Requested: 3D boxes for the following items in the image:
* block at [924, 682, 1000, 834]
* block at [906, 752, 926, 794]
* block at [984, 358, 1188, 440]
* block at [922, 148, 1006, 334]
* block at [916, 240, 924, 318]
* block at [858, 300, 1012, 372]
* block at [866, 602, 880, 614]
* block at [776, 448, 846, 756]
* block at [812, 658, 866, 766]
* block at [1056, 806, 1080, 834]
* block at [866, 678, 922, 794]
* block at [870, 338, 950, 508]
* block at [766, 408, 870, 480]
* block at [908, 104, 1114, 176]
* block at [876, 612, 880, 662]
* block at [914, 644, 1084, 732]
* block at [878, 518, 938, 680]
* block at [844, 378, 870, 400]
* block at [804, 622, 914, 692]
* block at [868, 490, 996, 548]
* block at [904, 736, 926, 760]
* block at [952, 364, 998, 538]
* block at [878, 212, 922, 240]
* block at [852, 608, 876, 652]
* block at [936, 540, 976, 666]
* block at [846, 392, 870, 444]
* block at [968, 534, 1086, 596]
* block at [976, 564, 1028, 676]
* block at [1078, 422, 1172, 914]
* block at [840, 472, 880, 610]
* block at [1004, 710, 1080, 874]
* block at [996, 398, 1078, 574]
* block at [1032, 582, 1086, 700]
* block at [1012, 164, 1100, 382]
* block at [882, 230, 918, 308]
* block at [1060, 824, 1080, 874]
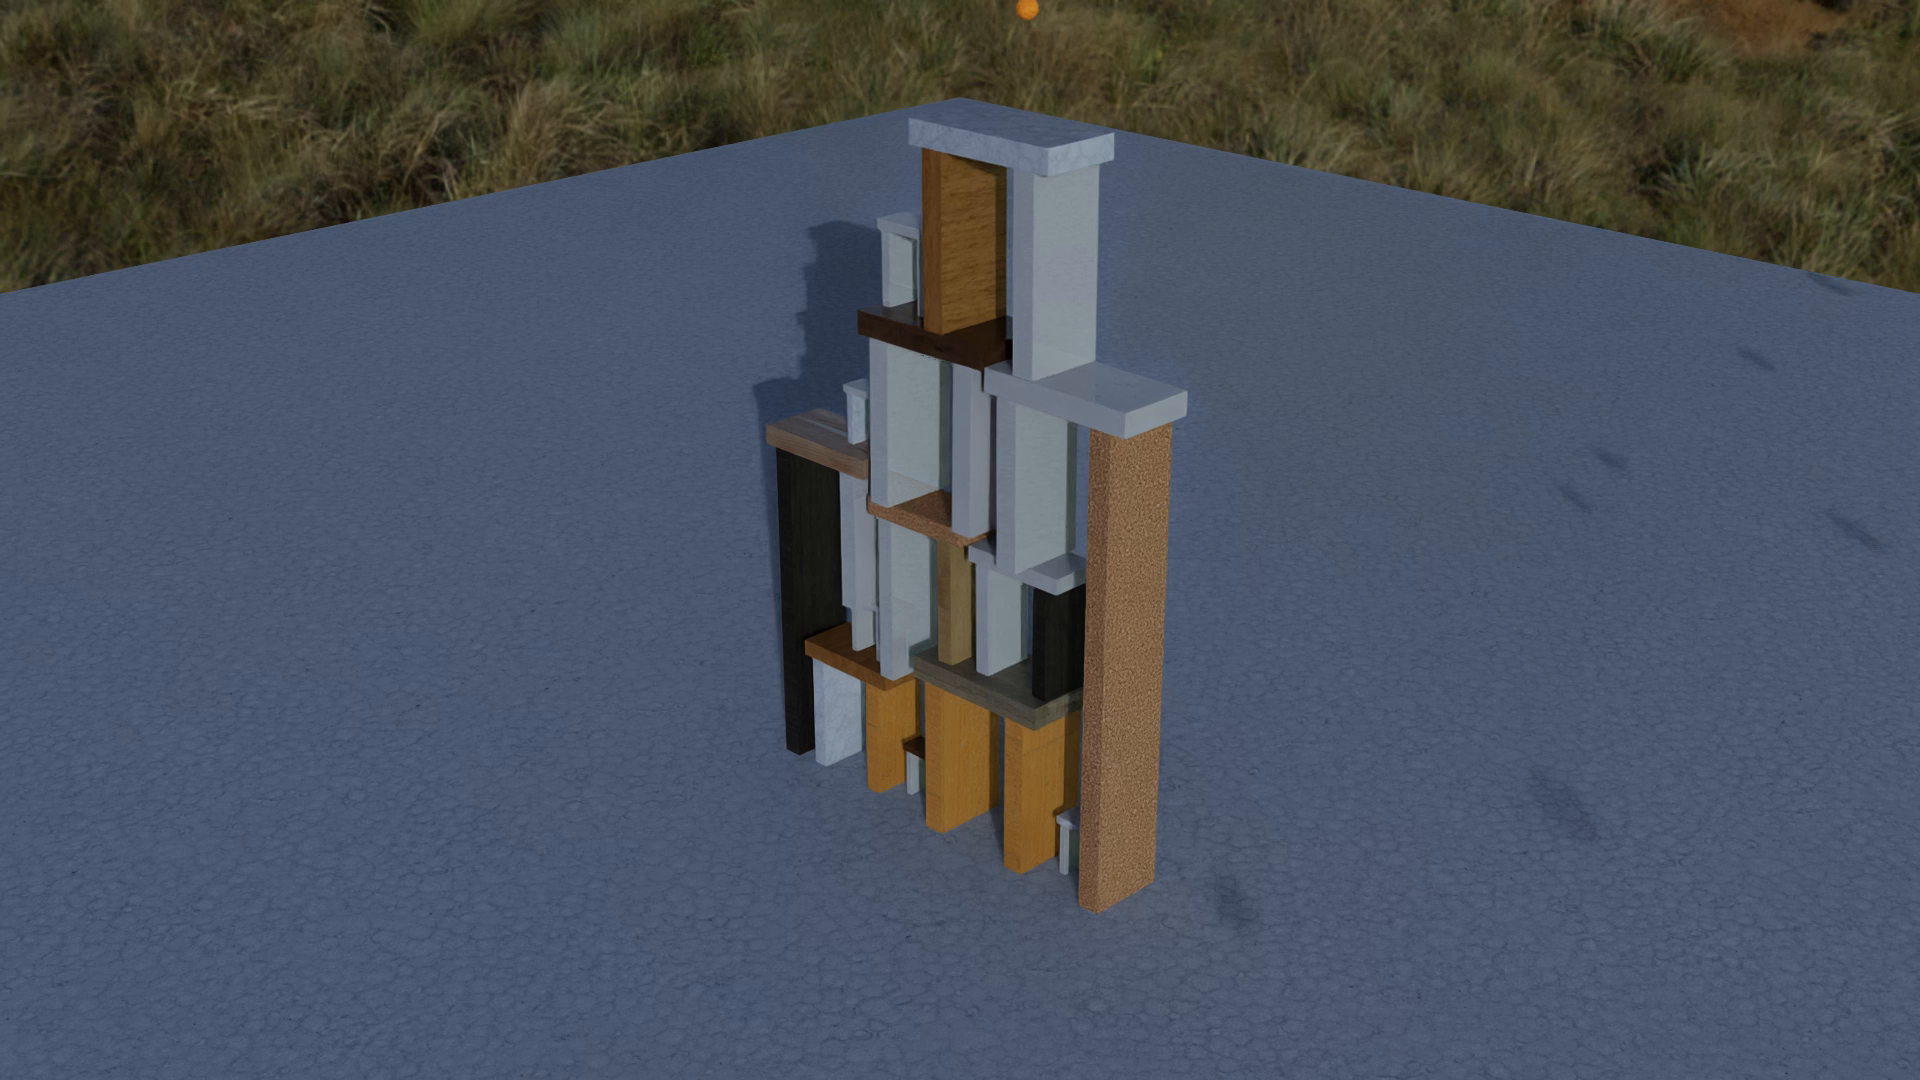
[{"bbox_3d":[0.005,0.408,4.384,0.046,0.324,0.162,21,31,41],"label":"block"},{"bbox_3d":[-0.088,0.471,4.526,0.014,0.097,0.049,21,31,41],"label":"block"},{"bbox_3d":[0.219,-0.262,3.867,0.330,0.047,0.165,22,31,40],"label":"block"},{"bbox_3d":[0.009,-0.553,3.971,0.167,0.334,0.047,-21,31,-41],"label":"block"},{"bbox_3d":[-0.046,-0.490,4.067,0.072,0.144,0.020,-22,31,-40],"label":"block"},{"bbox_3d":[-0.016,-0.388,4.072,0.332,0.047,0.166,21,31,41],"label":"block"},{"bbox_3d":[-0.171,0.122,4.463,0.054,0.015,0.109,-21,31,-41],"label":"block"},{"bbox_3d":[-0.306,0.116,4.605,0.041,0.690,0.144,21,31,41],"label":"block"},{"bbox_3d":[-0.251,0.344,4.639,0.034,0.243,0.122,21,31,41],"label":"block"},{"bbox_3d":[0.241,0.542,4.194,0.105,0.015,0.053,21,31,41],"label":"block"},{"bbox_3d":[-0.136,0.389,4.533,0.034,0.243,0.121,21,31,41],"label":"block"},{"bbox_3d":[-0.096,-0.243,4.220,0.047,0.332,0.166,22,31,40],"label":"block"},{"bbox_3d":[-0.239,-0.194,4.400,0.144,0.041,0.288,-21,31,-40],"label":"block"},{"bbox_3d":[0.087,-0.698,3.826,0.334,0.047,0.167,21,31,40],"label":"block"},{"bbox_3d":[-0.145,0.190,4.464,0.015,0.109,0.054,21,31,40],"label":"block"},{"bbox_3d":[0.081,0.267,4.241,0.324,0.046,0.162,21,31,40],"label":"block"},{"bbox_3d":[-0.102,0.100,4.373,0.036,0.344,0.126,21,31,40],"label":"block"},{"bbox_3d":[-0.173,-0.291,4.289,0.052,0.015,0.104,-22,31,-40],"label":"block"},{"bbox_3d":[-0.193,0.239,4.532,0.243,0.034,0.121,21,31,40],"label":"block"},{"bbox_3d":[-0.047,-0.052,4.242,0.126,0.036,0.252,-21,30,-41],"label":"block"},{"bbox_3d":[-0.065,0.429,4.483,0.097,0.014,0.049,21,31,41],"label":"block"},{"bbox_3d":[0.061,-0.184,4.075,0.047,0.332,0.166,22,31,40],"label":"block"},{"bbox_3d":[-0.078,-0.580,4.067,0.072,0.020,0.144,-21,30,-40],"label":"block"},{"bbox_3d":[-0.196,0.170,4.511,0.015,0.109,0.054,21,31,40],"label":"block"},{"bbox_3d":[0.014,0.105,4.243,0.036,0.252,0.126,21,31,41],"label":"block"},{"bbox_3d":[-0.198,-0.246,4.335,0.052,0.104,0.015,-22,31,-40],"label":"block"},{"bbox_3d":[0.134,0.040,4.102,0.223,0.032,0.112,21,31,40],"label":"block"},{"bbox_3d":[0.080,0.137,4.203,0.032,0.223,0.112,20,30,39],"label":"block"},{"bbox_3d":[0.298,0.231,3.993,0.047,0.955,0.165,21,31,41],"label":"block"},{"bbox_3d":[-0.171,-0.016,4.401,0.041,0.288,0.144,21,31,40],"label":"block"},{"bbox_3d":[0.158,0.467,4.244,0.046,0.324,0.162,22,31,40],"label":"block"},{"bbox_3d":[0.141,-0.119,4.012,0.047,0.330,0.165,21,31,40],"label":"block"},{"bbox_3d":[0.186,0.178,4.105,0.112,0.223,0.032,-21,31,-40],"label":"block"},{"bbox_3d":[0.167,-0.476,3.835,0.047,0.369,0.167,21,31,40],"label":"block"},{"bbox_3d":[-0.113,-0.515,4.130,0.072,0.144,0.020,-22,31,-40],"label":"block"},{"bbox_3d":[0.216,0.588,4.241,0.015,0.105,0.053,21,31,41],"label":"block"}]
